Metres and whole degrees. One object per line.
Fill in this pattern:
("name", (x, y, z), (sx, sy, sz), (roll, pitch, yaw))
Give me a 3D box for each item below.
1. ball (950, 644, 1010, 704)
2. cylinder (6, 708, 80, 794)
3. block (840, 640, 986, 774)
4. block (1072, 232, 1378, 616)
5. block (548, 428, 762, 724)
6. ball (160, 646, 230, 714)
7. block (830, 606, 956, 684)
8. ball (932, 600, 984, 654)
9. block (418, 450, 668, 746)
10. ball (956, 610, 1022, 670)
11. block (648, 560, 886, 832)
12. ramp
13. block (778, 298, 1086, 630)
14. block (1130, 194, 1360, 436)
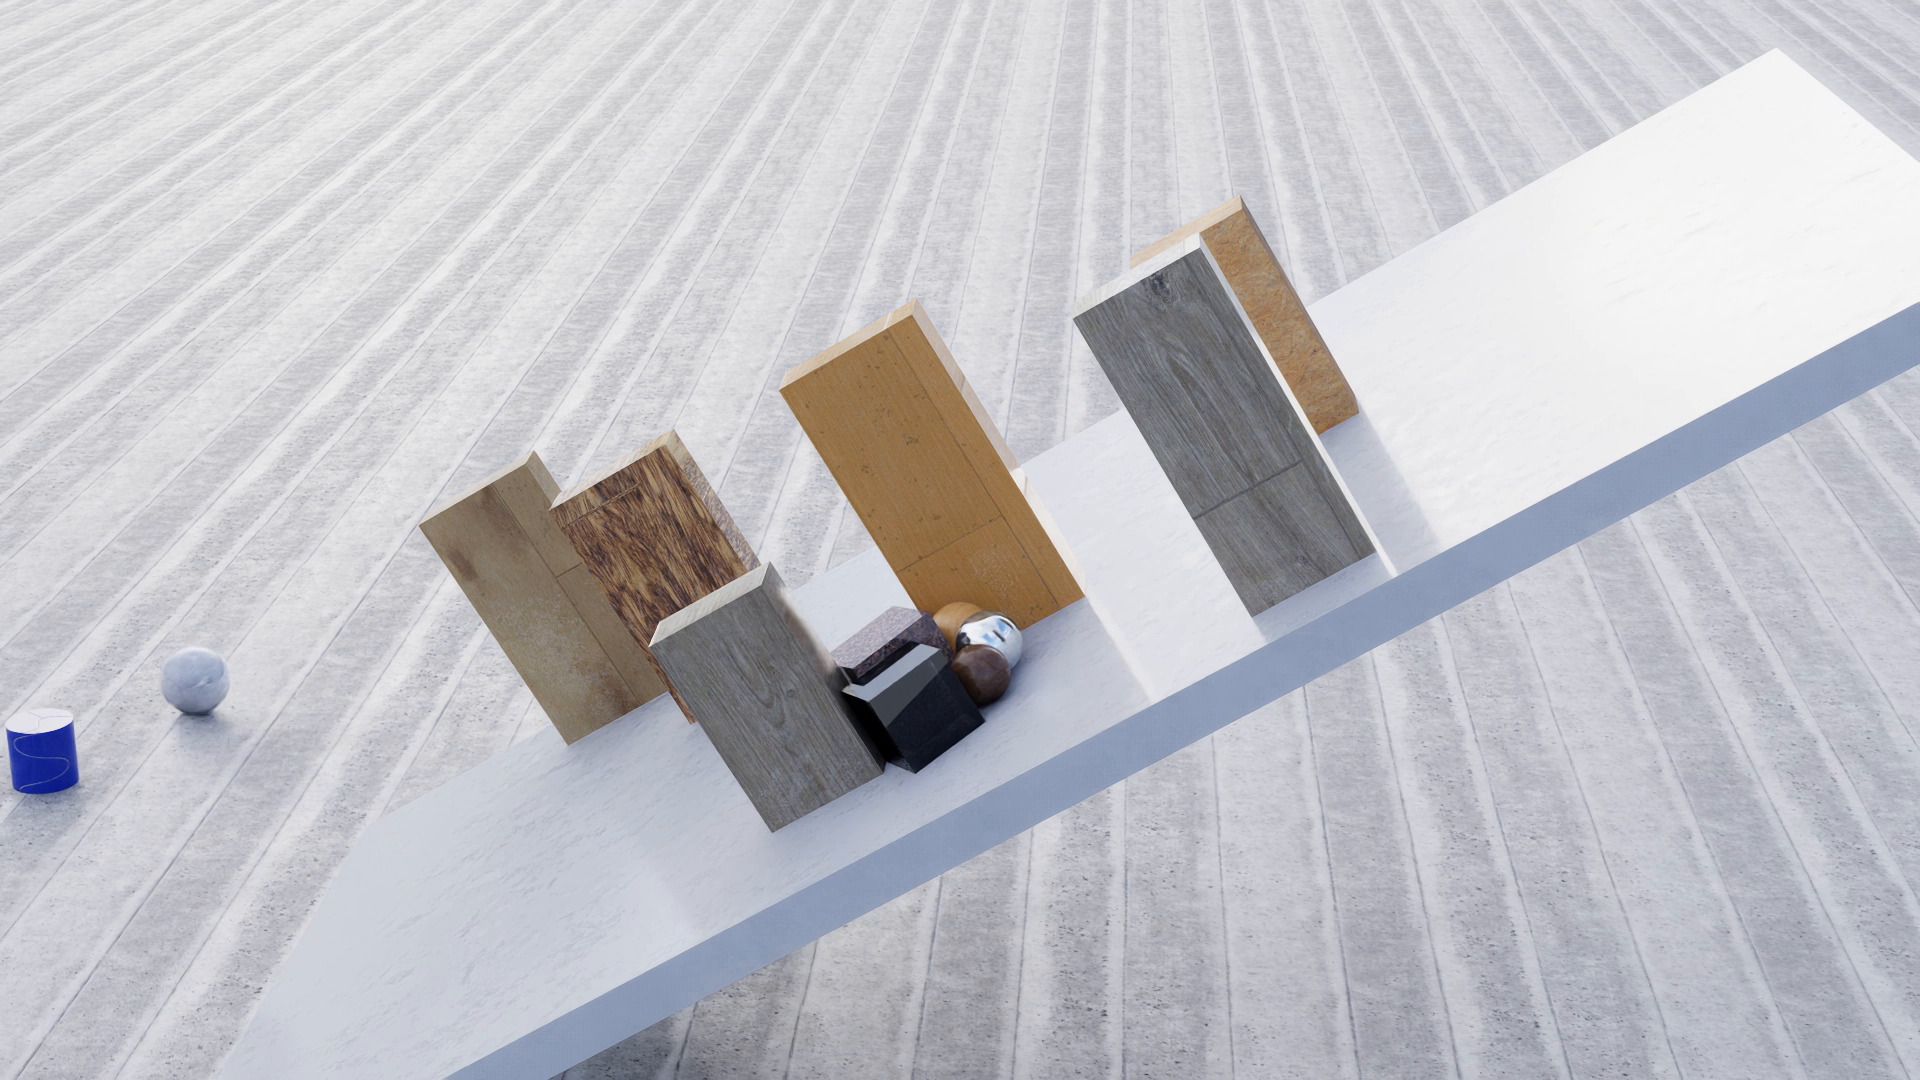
("ball", (0.039, 0.262, 5.750), (0.120, 0.120, 0.120), (0, 19, 0))
("cylinder", (-2.527, 0.581, 8.103), (0.180, 0.180, 0.180), (0, 19, 0))
("block", (-0.092, 0.323, 5.715), (0.172, 0.172, 0.172), (-36, 15, -15))
("block", (0.480, -0.205, 5.320), (0.259, 0.650, 0.119), (-29, 15, 12))
("block", (-0.638, 0.086, 6.753), (0.317, 0.601, 0.124), (-29, 15, 12))
("ball", (-2.230, 0.408, 8.576), (0.201, 0.201, 0.201), (0, 19, 0))
("block", (-0.124, 0.272, 5.903), (0.194, 0.194, 0.194), (-37, 15, -17))
("ball", (0.005, 0.196, 5.992), (0.143, 0.143, 0.143), (0, 19, 0))
("block", (-0.998, 0.144, 7.179), (0.312, 0.660, 0.112), (-29, 15, 12))
("ball", (0.058, 0.207, 5.864), (0.135, 0.135, 0.135), (0, 19, 0))
("block", (-0.371, 0.309, 5.777), (0.259, 0.451, 0.141), (-29, 15, 12))
("ramp", (0.142, 0.168, 6.287), (4.000, 0.100, 2.000), (-29, 15, 12))
("block", (-0.050, -0.115, 6.035), (0.315, 0.688, 0.134), (-29, 15, 12))
("block", (0.593, -0.430, 6.128), (0.261, 0.498, 0.141), (-29, 15, 12))
